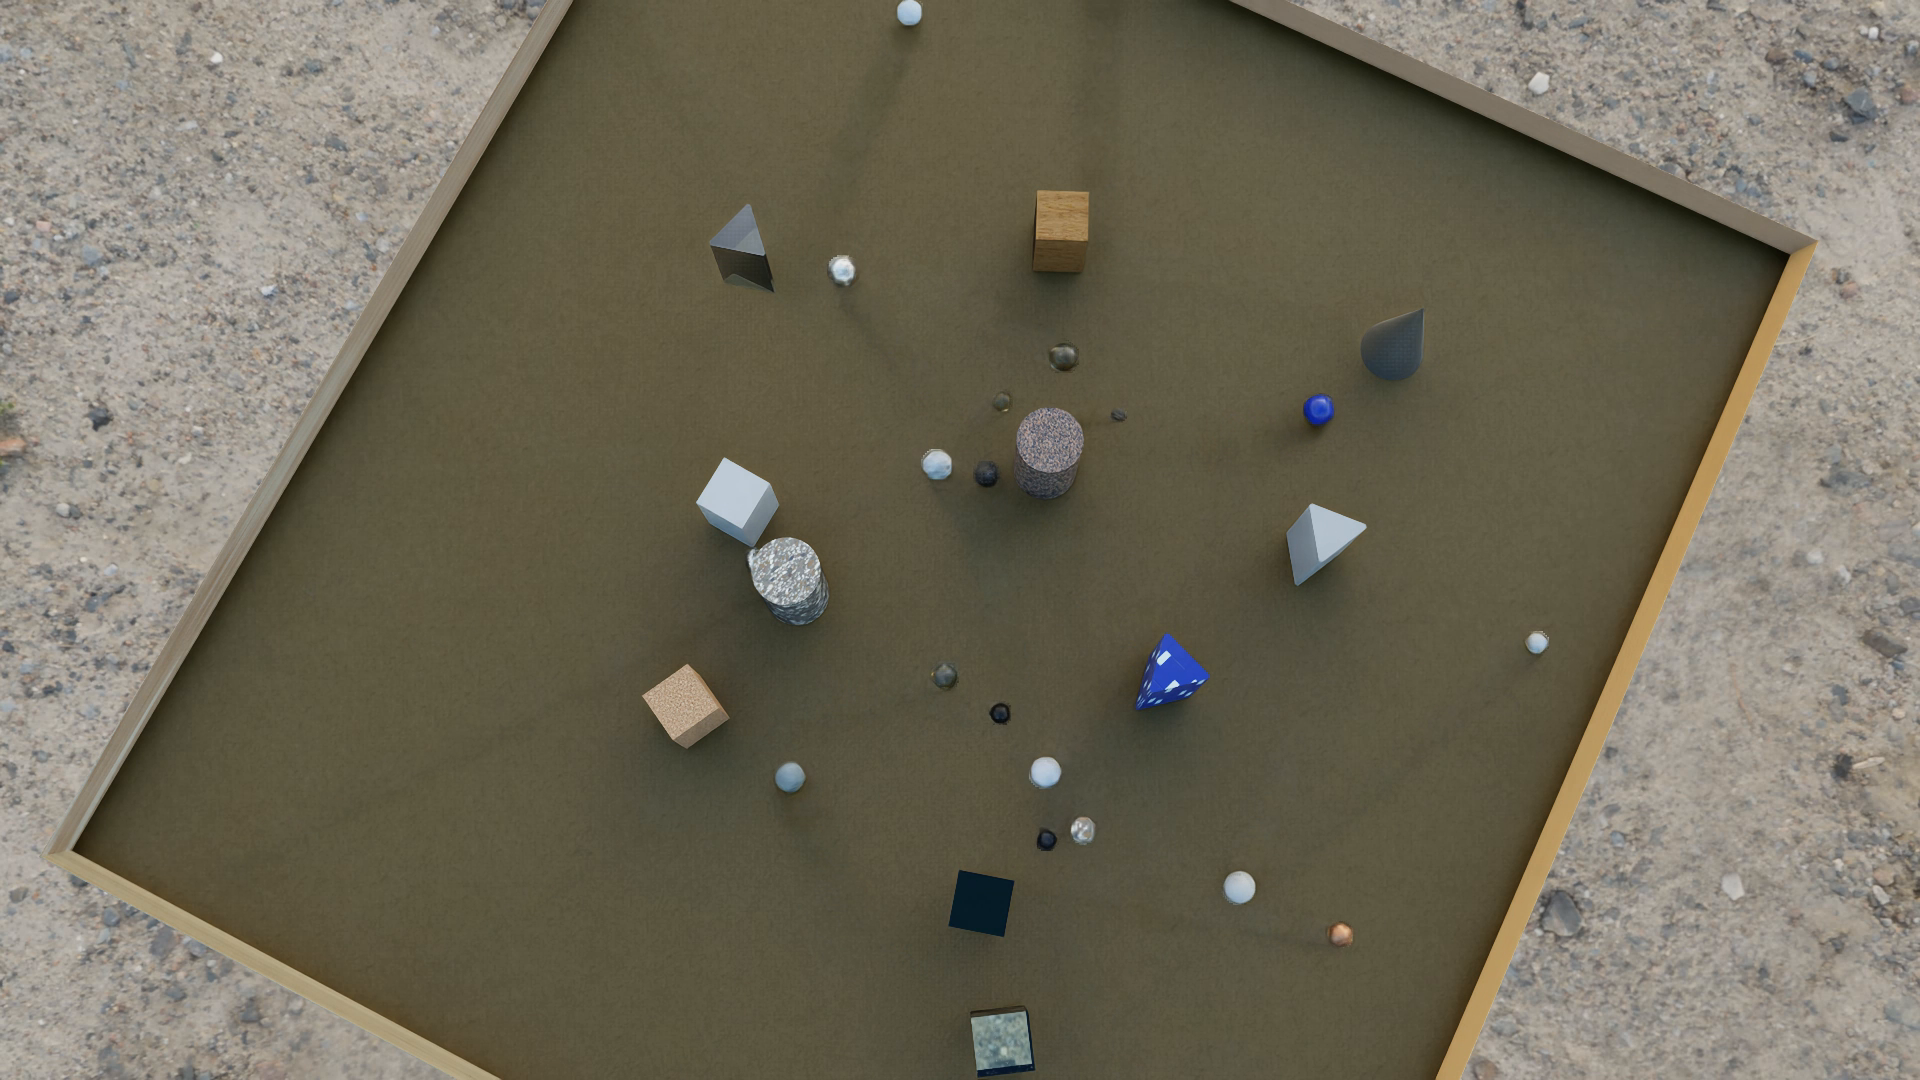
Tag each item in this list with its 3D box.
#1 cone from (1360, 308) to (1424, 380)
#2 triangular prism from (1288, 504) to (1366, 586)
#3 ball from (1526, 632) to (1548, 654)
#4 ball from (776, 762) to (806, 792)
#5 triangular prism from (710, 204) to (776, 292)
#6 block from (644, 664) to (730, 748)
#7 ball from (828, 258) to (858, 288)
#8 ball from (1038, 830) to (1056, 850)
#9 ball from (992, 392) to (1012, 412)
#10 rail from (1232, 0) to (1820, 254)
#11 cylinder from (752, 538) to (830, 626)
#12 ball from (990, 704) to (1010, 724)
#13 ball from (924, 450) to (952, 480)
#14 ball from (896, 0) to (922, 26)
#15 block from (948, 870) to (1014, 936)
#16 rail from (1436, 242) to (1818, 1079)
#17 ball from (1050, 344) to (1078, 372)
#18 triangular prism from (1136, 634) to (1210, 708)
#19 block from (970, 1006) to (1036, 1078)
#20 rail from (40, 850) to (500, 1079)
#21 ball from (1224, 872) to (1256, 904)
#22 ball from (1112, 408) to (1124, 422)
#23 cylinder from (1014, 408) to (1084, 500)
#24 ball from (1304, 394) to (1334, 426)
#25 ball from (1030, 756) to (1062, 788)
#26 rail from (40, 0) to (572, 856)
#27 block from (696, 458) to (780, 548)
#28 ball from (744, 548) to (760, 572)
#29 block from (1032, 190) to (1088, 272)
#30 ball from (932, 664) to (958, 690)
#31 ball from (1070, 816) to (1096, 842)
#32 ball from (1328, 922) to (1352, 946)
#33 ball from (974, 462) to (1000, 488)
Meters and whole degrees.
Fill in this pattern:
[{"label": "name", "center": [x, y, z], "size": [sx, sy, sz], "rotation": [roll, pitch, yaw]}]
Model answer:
[{"label": "cone", "center": [1.353, -0.635, 5.538], "size": [0.196, 0.411, 0.196], "rotation": [0, 78, 0]}, {"label": "triangular prism", "center": [1.049, -0.007, 5.423], "size": [0.170, 0.381, 0.147], "rotation": [-37, 81, -7]}, {"label": "ball", "center": [1.737, 0.311, 5.521], "size": [0.062, 0.062, 0.062], "rotation": [0, 78, 0]}, {"label": "ball", "center": [-0.503, 0.704, 5.426], "size": [0.087, 0.087, 0.087], "rotation": [0, 78, 0]}, {"label": "triangular prism", "center": [-0.648, -0.903, 5.634], "size": [0.170, 0.331, 0.147], "rotation": [12, 79, 2]}, {"label": "block", "center": [-0.801, 0.491, 5.377], "size": [0.157, 0.270, 0.157], "rotation": [-35, 80, -7]}, {"label": "ball", "center": [-0.364, -0.837, 5.742], "size": [0.094, 0.094, 0.094], "rotation": [0, 78, 0]}, {"label": "ball", "center": [0.257, 0.884, 5.405], "size": [0.057, 0.057, 0.057], "rotation": [0, 78, 0]}, {"label": "ball", "center": [0.131, -0.429, 5.674], "size": [0.061, 0.061, 0.061], "rotation": [0, 78, 0]}, {"label": "rail", "center": [0.898, -1.753, 5.913], "size": [3.922, 0.127, 0.045], "rotation": [26, 80, 5]}, {"label": "cylinder", "center": [-0.496, 0.126, 5.403], "size": [0.196, 0.367, 0.196], "rotation": [0, 78, 0]}, {"label": "ball", "center": [0.121, 0.518, 5.479], "size": [0.060, 0.060, 0.060], "rotation": [0, 78, 0]}, {"label": "ball", "center": [-0.068, -0.229, 5.618], "size": [0.089, 0.089, 0.089], "rotation": [0, 78, 0]}, {"label": "ball", "center": [-0.163, -1.705, 5.927], "size": [0.083, 0.083, 0.083], "rotation": [0, 78, 0]}, {"label": "block", "center": [0.060, 1.042, 5.250], "size": [0.157, 0.296, 0.157], "rotation": [11, 79, 2]}, {"label": "rail", "center": [1.733, 0.855, 5.373], "size": [0.045, 0.127, 4.065], "rotation": [26, 80, 5]}, {"label": "ball", "center": [0.322, -0.565, 5.689], "size": [0.088, 0.088, 0.088], "rotation": [0, 78, 0]}, {"label": "triangular prism", "center": [0.593, 0.375, 5.314], "size": [0.170, 0.440, 0.147], "rotation": [-13, 79, -3]}, {"label": "block", "center": [0.117, 1.403, 5.143], "size": [0.157, 0.359, 0.157], "rotation": [-6, 78, -1]}, {"label": "rail", "center": [-0.898, 1.766, 5.185], "size": [3.922, 0.127, 0.045], "rotation": [26, 80, 5]}, {"label": "ball", "center": [0.818, 1.015, 5.359], "size": [0.092, 0.092, 0.092], "rotation": [0, 78, 0]}, {"label": "ball", "center": [0.489, -0.388, 5.676], "size": [0.042, 0.042, 0.042], "rotation": [0, 78, 0]}, {"label": "cylinder", "center": [0.262, -0.256, 5.494], "size": [0.196, 0.345, 0.196], "rotation": [0, 78, 0]}, {"label": "ball", "center": [1.106, -0.401, 5.652], "size": [0.093, 0.093, 0.093], "rotation": [0, 78, 0]}, {"label": "ball", "center": [0.254, 0.687, 5.428], "size": [0.091, 0.091, 0.091], "rotation": [0, 78, 0]}, {"label": "rail", "center": [-1.733, -0.842, 5.725], "size": [0.045, 0.127, 4.065], "rotation": [26, 80, 5]}, {"label": "block", "center": [-0.663, -0.108, 5.493], "size": [0.157, 0.286, 0.157], "rotation": [29, 80, 6]}, {"label": "ball", "center": [-0.617, 0.063, 5.566], "size": [0.073, 0.073, 0.073], "rotation": [0, 78, 0]}, {"label": "block", "center": [0.310, -0.953, 5.674], "size": [0.157, 0.274, 0.157], "rotation": [2, 78, 0]}, {"label": "ball", "center": [-0.046, 0.408, 5.493], "size": [0.077, 0.077, 0.077], "rotation": [0, 78, 0]}, {"label": "ball", "center": [0.363, 0.854, 5.401], "size": [0.075, 0.075, 0.075], "rotation": [0, 78, 0]}, {"label": "ball", "center": [1.106, 1.151, 5.343], "size": [0.070, 0.070, 0.070], "rotation": [0, 78, 0]}, {"label": "ball", "center": [0.083, -0.199, 5.620], "size": [0.074, 0.074, 0.074], "rotation": [0, 78, 0]}]
